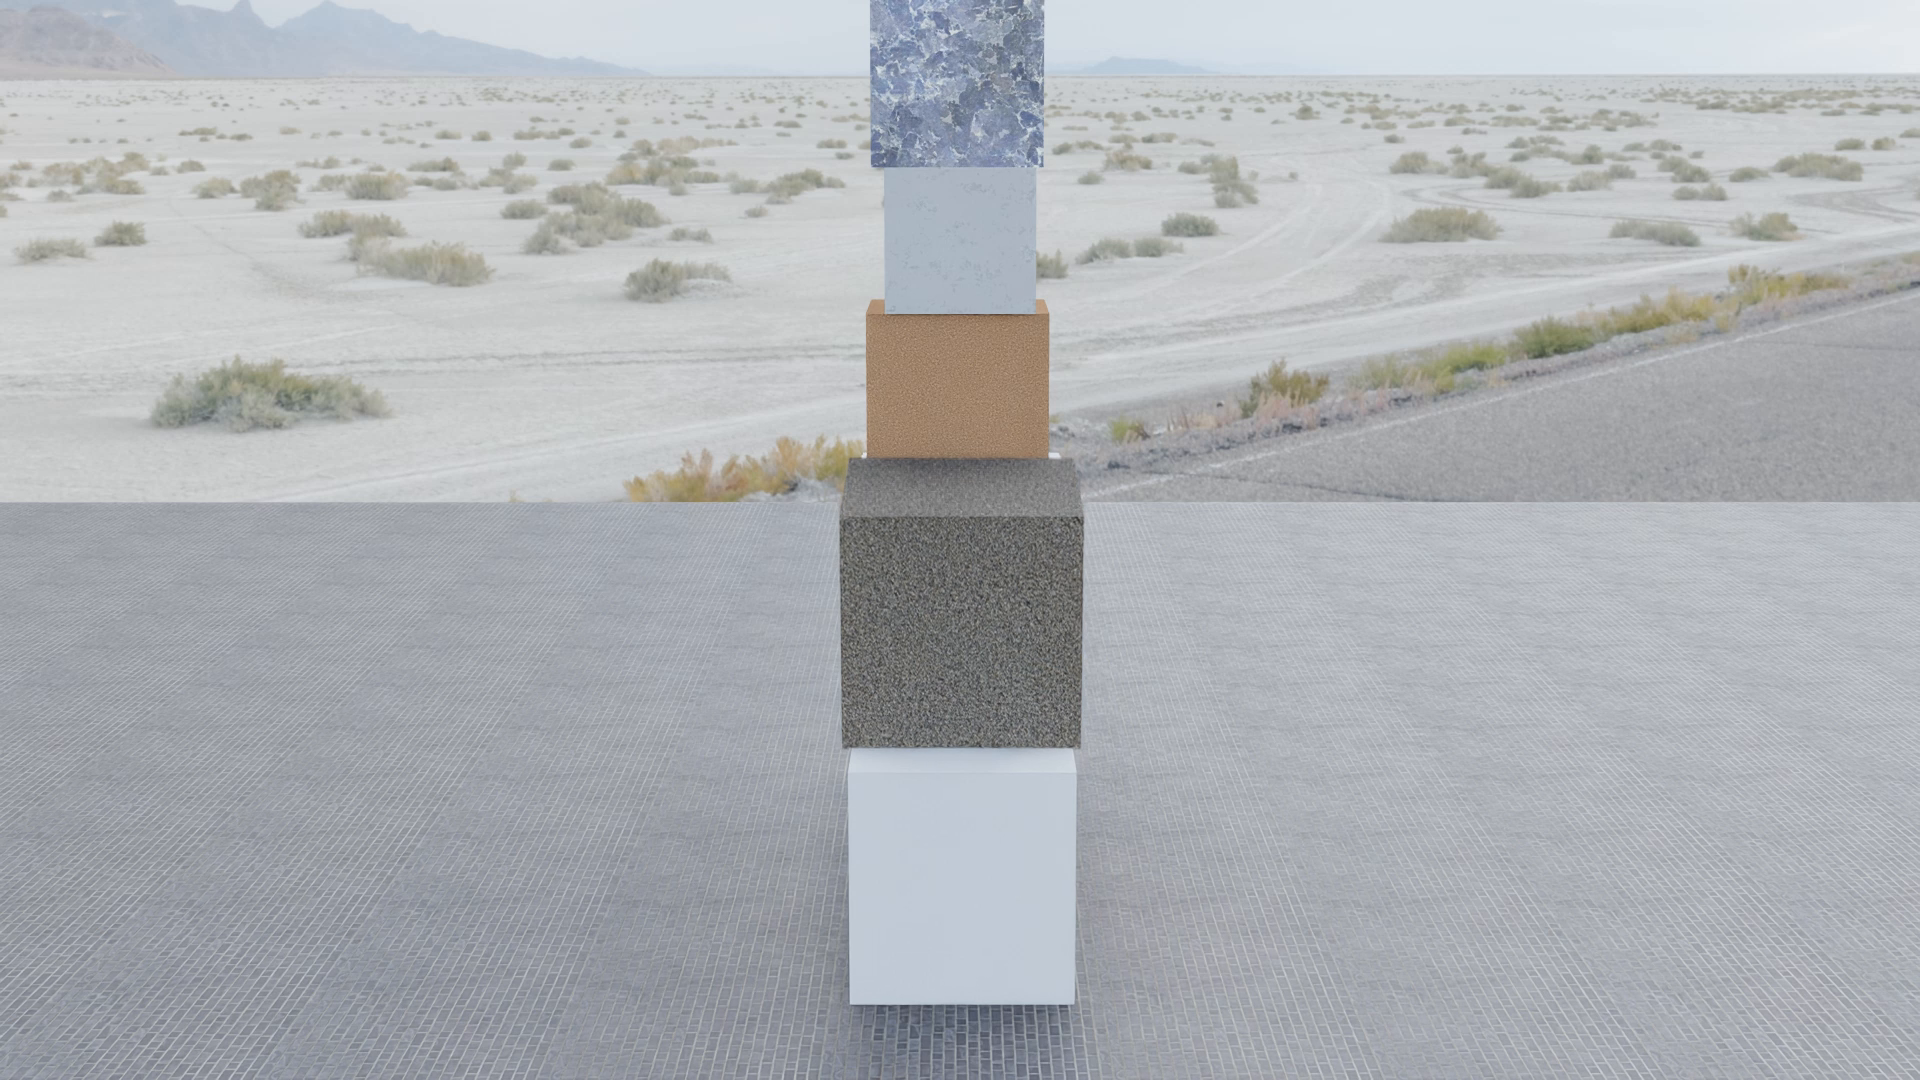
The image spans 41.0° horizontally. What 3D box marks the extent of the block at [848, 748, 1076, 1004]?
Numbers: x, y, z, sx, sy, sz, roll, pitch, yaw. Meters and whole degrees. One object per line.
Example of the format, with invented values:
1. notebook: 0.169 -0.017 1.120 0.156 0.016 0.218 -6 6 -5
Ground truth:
1. block: 0.009 1.233 10.223 0.859 0.916 1.019 0 10 0

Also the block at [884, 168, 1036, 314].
1. block: 0.002 -1.298 10.944 0.626 0.601 0.741 0 10 0

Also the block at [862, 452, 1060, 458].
1. block: 0.005 0.094 11.281 0.889 0.824 0.953 0 10 0

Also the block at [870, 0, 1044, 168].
1. block: -0.011 -2.027 10.812 0.709 0.880 0.716 0 10 0

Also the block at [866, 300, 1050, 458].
1. block: -0.010 -0.650 11.062 0.763 0.717 0.695 0 10 0

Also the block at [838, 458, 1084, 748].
1. block: 0.006 0.234 10.295 0.929 0.937 0.925 0 16 0
